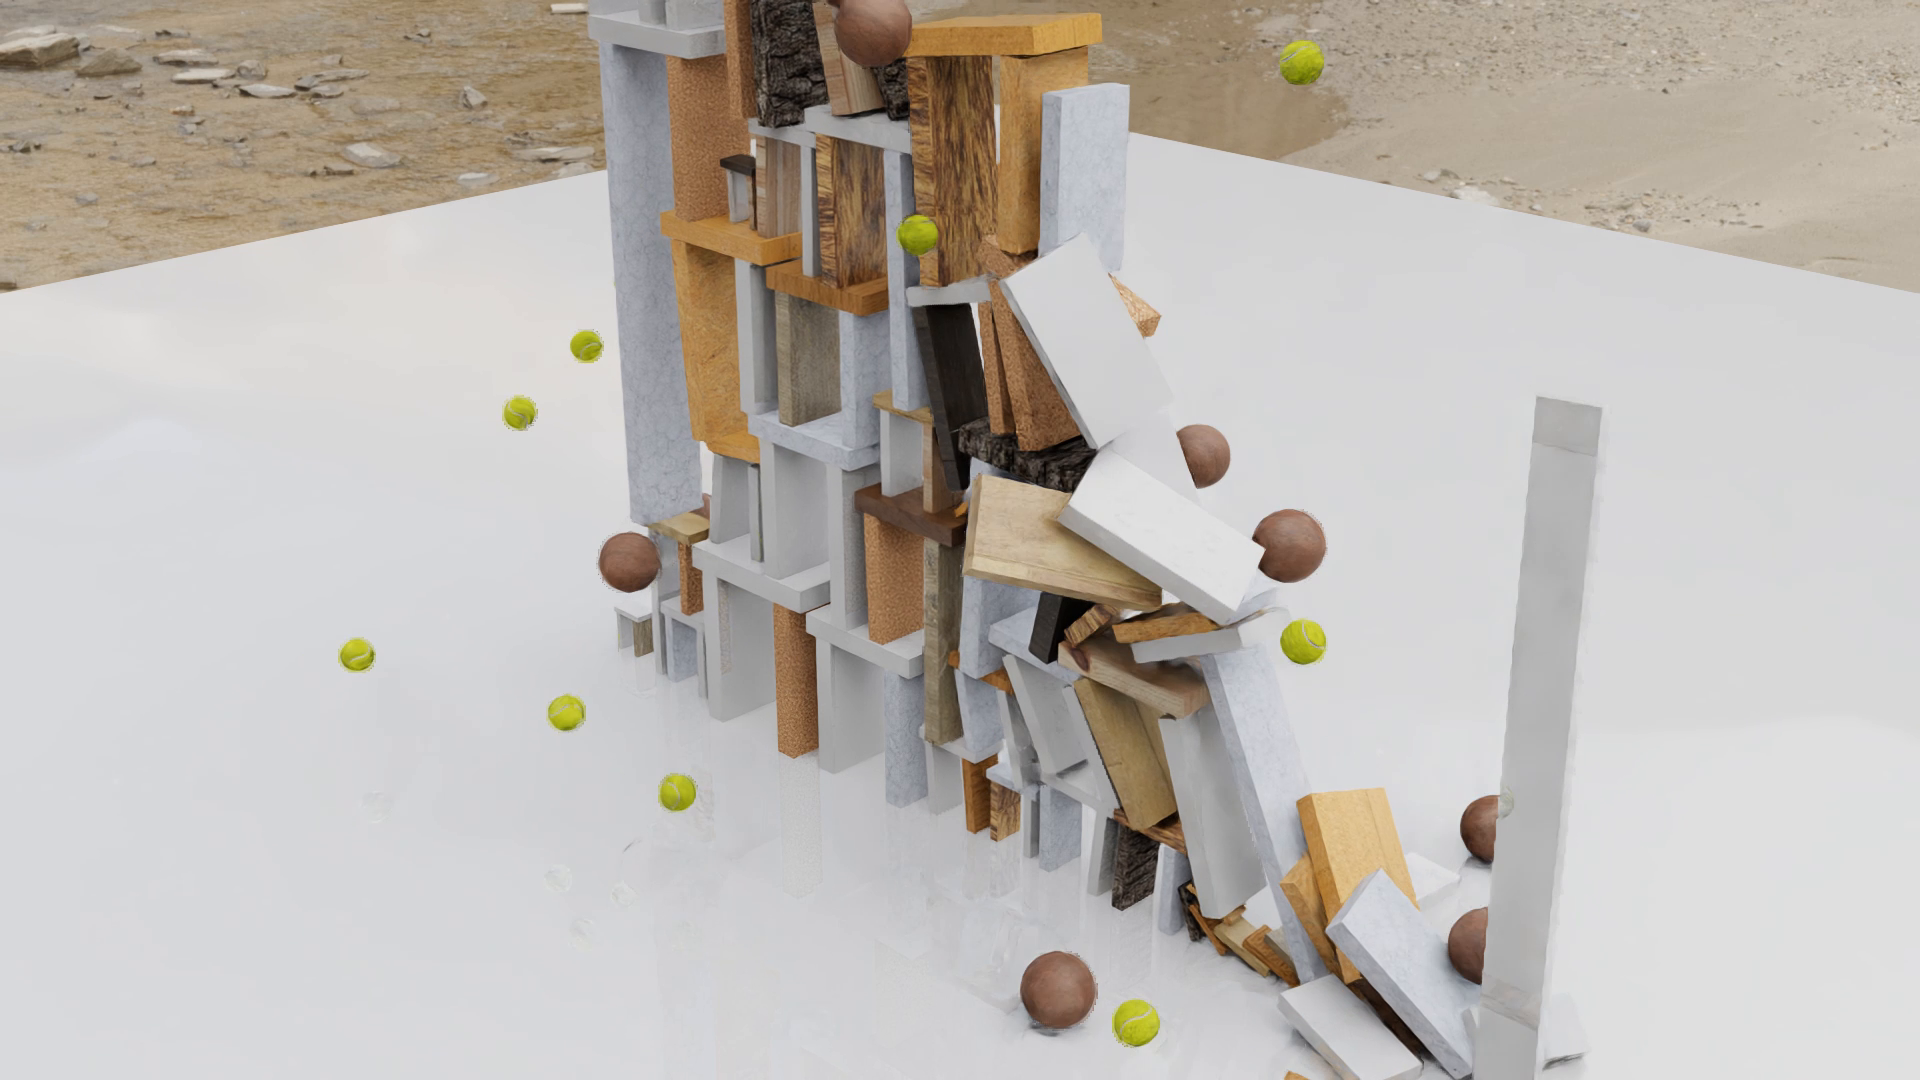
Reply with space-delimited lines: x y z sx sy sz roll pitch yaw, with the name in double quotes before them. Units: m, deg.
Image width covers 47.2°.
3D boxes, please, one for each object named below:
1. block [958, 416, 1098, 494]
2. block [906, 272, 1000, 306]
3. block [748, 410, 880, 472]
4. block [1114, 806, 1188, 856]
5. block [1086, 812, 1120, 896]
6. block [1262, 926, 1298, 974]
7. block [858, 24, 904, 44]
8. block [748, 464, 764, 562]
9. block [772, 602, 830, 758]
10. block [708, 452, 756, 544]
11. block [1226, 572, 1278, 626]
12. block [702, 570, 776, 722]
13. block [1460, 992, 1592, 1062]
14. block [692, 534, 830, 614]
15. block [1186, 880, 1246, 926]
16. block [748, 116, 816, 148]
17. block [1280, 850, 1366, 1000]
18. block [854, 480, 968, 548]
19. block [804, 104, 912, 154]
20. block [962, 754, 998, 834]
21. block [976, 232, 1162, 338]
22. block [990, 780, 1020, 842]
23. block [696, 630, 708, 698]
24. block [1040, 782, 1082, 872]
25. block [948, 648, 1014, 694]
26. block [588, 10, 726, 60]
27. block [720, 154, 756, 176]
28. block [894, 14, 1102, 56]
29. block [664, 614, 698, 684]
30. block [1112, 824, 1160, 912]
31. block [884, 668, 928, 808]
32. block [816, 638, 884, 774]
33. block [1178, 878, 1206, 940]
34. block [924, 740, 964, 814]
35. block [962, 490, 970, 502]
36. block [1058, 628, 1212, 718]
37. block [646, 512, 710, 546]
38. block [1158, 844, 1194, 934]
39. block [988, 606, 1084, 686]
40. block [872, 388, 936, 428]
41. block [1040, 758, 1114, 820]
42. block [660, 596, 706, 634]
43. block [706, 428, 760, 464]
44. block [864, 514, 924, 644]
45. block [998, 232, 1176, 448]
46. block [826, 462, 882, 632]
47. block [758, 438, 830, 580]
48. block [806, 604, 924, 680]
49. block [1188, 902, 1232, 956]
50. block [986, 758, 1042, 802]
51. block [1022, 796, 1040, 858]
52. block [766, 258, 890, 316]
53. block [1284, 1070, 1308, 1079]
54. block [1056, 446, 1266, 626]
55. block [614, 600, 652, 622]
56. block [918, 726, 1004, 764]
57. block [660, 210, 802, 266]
"block" 0.179 -0.153 3.961 0.341 0.048 0.171 25 34 39
"block" 0.028 -0.458 3.989 0.120 0.034 0.240 -22 17 -41
"block" -0.270 -0.216 4.414 0.304 0.043 0.152 21 31 41
"block" 0.381 0.518 4.031 0.184 0.026 0.092 22 31 40
"block" 0.289 0.577 4.161 0.092 0.184 0.026 -22 37 -40
"block" 0.608 0.741 3.920 0.064 0.018 0.128 -15 45 -39
"block" -0.110 -0.910 3.954 0.072 0.020 0.143 -21 27 -39
"block" -0.394 -0.068 4.629 0.030 0.211 0.105 22 32 40
"block" -0.309 0.273 4.671 0.049 0.349 0.175 21 31 41
"block" -0.483 -0.102 4.709 0.030 0.211 0.105 30 36 35
"block" 0.406 0.056 3.756 0.125 0.035 0.249 -22 41 -38
"block" -0.474 0.209 4.822 0.175 0.349 0.049 -21 31 -41
"block" 0.947 0.822 3.676 0.209 0.030 0.104 -2 62 -25
"block" -0.390 0.057 4.669 0.349 0.049 0.175 21 31 40
"block" 0.468 0.652 4.007 0.104 0.015 0.052 42 42 14
"block" -0.301 -0.788 4.214 0.102 0.029 0.203 -21 31 -40
"block" 0.665 0.665 3.841 0.131 0.262 0.037 -40 16 -36
"block" -0.063 -0.059 4.262 0.135 0.038 0.271 -21 31 -40
"block" -0.134 -0.763 4.043 0.145 0.041 0.291 -21 31 -40
"block" 0.045 0.497 4.385 0.079 0.158 0.022 -21 26 -41
"block" 0.187 -0.441 3.812 0.153 0.043 0.305 -21 52 -40
"block" 0.091 0.525 4.353 0.019 0.133 0.067 22 31 40
"block" -0.548 0.265 4.923 0.023 0.166 0.083 22 31 40
"block" 0.195 0.541 4.249 0.092 0.184 0.026 -21 31 -41
"block" 0.068 0.244 4.249 0.086 0.024 0.171 -22 33 -40
"block" -0.582 -1.021 4.415 0.165 0.047 0.330 -21 31 -40
"block" -0.421 -0.742 4.357 0.056 0.016 0.112 -20 30 -34
"block" 0.064 -0.867 3.777 0.166 0.047 0.333 -21 23 -40
"block" -0.627 0.235 4.995 0.023 0.166 0.083 22 31 40
"block" 0.332 0.596 4.117 0.092 0.184 0.026 -21 36 -41
"block" -0.083 0.380 4.475 0.043 0.305 0.153 21 31 41
"block" -0.227 0.324 4.607 0.153 0.305 0.043 -21 31 -41
"block" 0.433 0.676 4.035 0.052 0.104 0.015 -21 10 -41
"block" -0.030 0.468 4.454 0.079 0.158 0.022 -21 26 -41
"block" 0.043 -0.102 4.125 0.047 0.013 0.094 -26 -9 -35
"block" 0.332 0.227 3.938 0.145 0.041 0.291 -23 33 -39
"block" -0.620 -0.034 4.879 0.087 0.025 0.174 -21 31 -40
"block" 0.409 0.626 4.047 0.092 0.185 0.026 -21 33 -40
"block" 0.181 0.201 4.113 0.120 0.034 0.239 -22 36 -40
"block" -0.073 -0.256 4.193 0.176 0.025 0.088 21 31 41
"block" 0.252 0.463 4.151 0.184 0.026 0.092 25 34 39
"block" -0.587 0.163 4.922 0.166 0.023 0.083 21 31 40
"block" -0.422 -0.198 4.604 0.211 0.030 0.105 15 27 42
"block" -0.123 0.060 4.380 0.135 0.271 0.038 -21 29 -41
"block" 0.211 -0.329 3.640 0.159 0.318 0.045 -32 10 -12
"block" -0.192 -0.005 4.427 0.152 0.355 0.043 -21 31 -41
"block" -0.338 -0.083 4.547 0.043 0.304 0.152 20 30 40
"block" -0.155 0.192 4.473 0.305 0.043 0.153 21 31 41
"block" 0.466 0.701 4.009 0.052 0.015 0.104 -21 71 -41
"block" 0.122 0.467 4.294 0.067 0.019 0.133 -21 31 -41
"block" 0.154 0.549 4.295 0.019 0.133 0.067 22 31 40
"block" -0.233 -0.495 4.262 0.275 0.039 0.138 21 31 40
"block" 0.594 0.932 3.437 0.236 0.033 0.118 17 67 35
"block" 0.335 -0.008 3.641 0.324 0.046 0.162 33 47 0
"block" -0.759 0.166 5.117 0.092 0.013 0.046 21 31 41
"block" 0.002 0.396 4.389 0.158 0.022 0.079 21 31 41
"block" -0.443 -0.624 4.443 0.160 0.045 0.320 -21 31 -40
